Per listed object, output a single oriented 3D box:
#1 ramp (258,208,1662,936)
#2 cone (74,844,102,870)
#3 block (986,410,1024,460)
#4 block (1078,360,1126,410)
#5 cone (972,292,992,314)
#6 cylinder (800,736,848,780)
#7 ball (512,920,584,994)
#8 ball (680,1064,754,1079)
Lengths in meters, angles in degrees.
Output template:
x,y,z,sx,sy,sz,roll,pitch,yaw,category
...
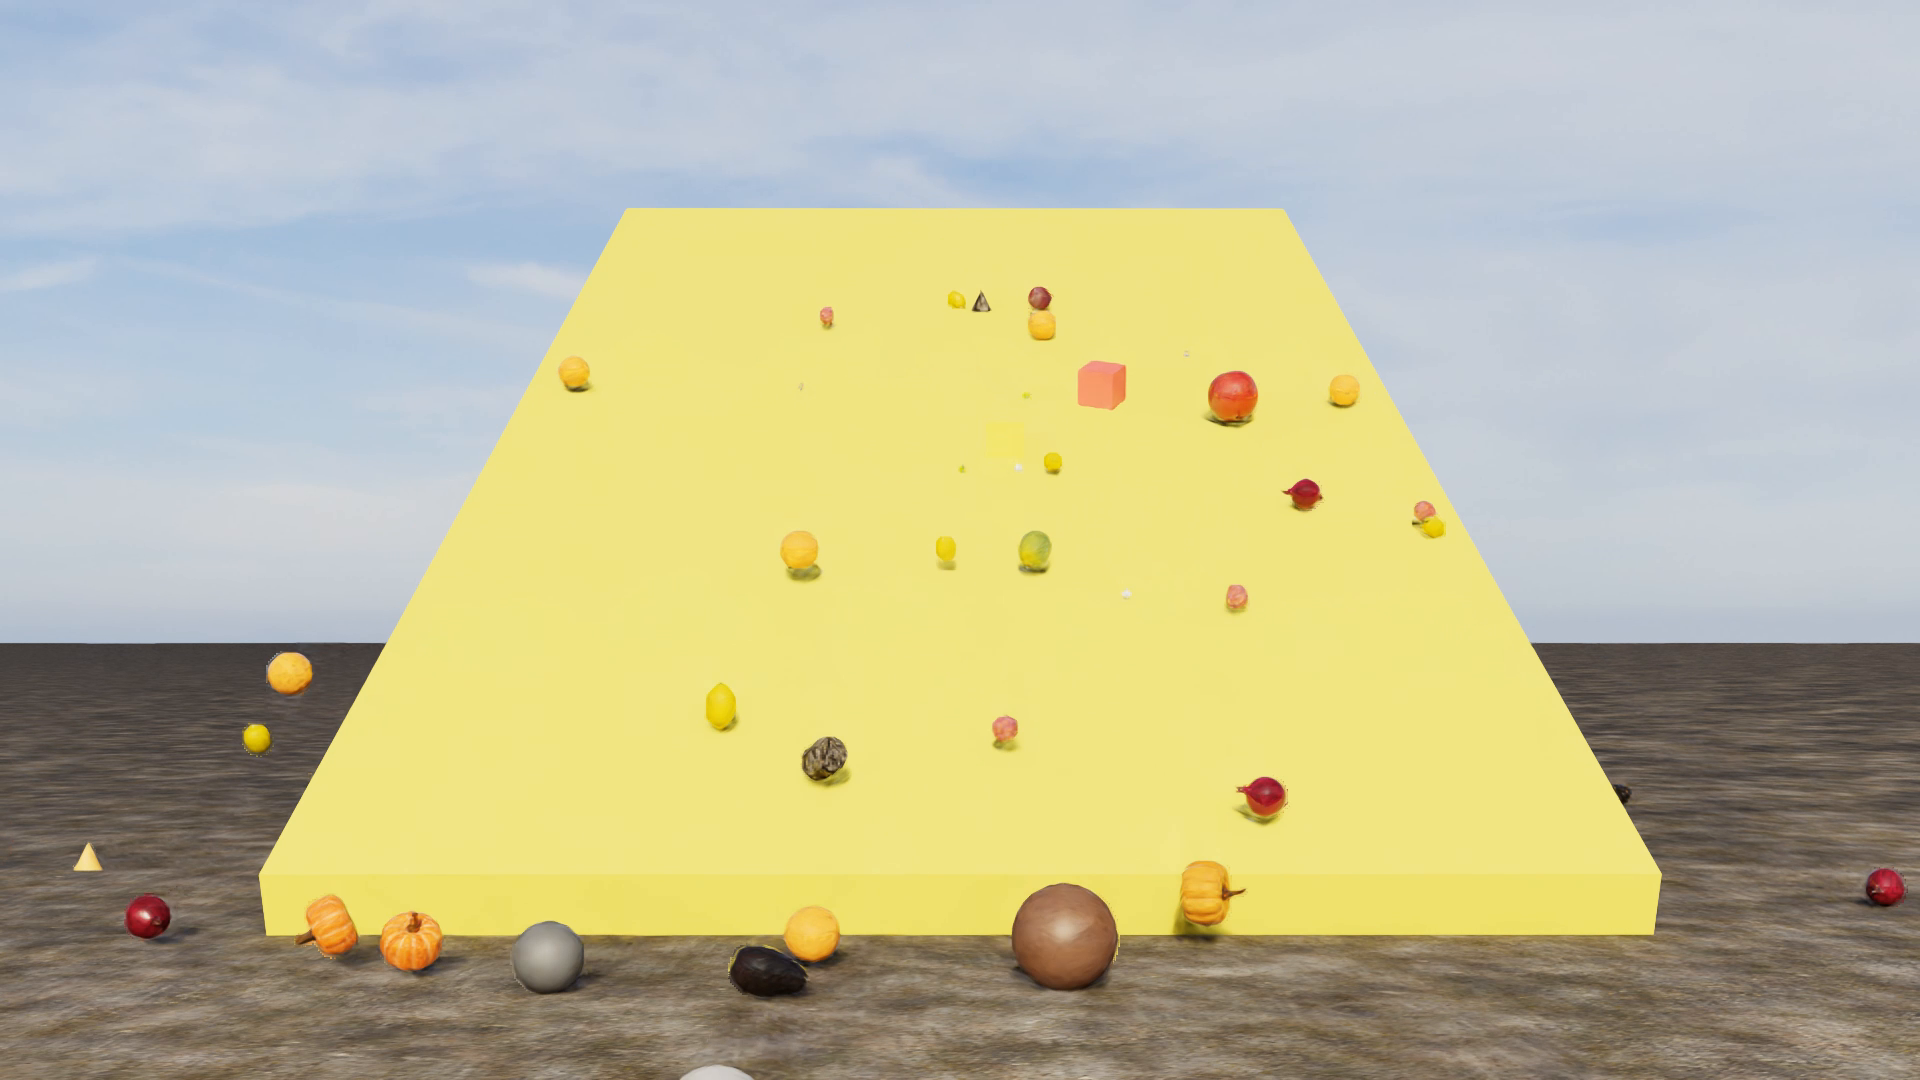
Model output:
x,y,z,sx,sy,sz,roll,pitch,yaw,category
-0.006,-0.220,5.146,2.000,0.100,4.000,0,22,0,ramp
-1.611,0.584,4.239,0.050,0.050,0.050,0,-2,0,cone
0.096,-0.227,4.918,0.083,0.083,0.083,0,22,0,block
0.324,-0.354,5.234,0.085,0.085,0.085,10,24,23,block
0.055,-0.621,5.941,0.053,0.053,0.053,0,22,0,cone
-0.207,0.332,3.487,0.054,0.054,0.054,1,-22,-27,cylinder
-0.497,0.504,2.773,0.086,0.086,0.086,0,-2,0,ball
-0.194,0.462,1.817,0.090,0.090,0.090,0,-2,0,ball
